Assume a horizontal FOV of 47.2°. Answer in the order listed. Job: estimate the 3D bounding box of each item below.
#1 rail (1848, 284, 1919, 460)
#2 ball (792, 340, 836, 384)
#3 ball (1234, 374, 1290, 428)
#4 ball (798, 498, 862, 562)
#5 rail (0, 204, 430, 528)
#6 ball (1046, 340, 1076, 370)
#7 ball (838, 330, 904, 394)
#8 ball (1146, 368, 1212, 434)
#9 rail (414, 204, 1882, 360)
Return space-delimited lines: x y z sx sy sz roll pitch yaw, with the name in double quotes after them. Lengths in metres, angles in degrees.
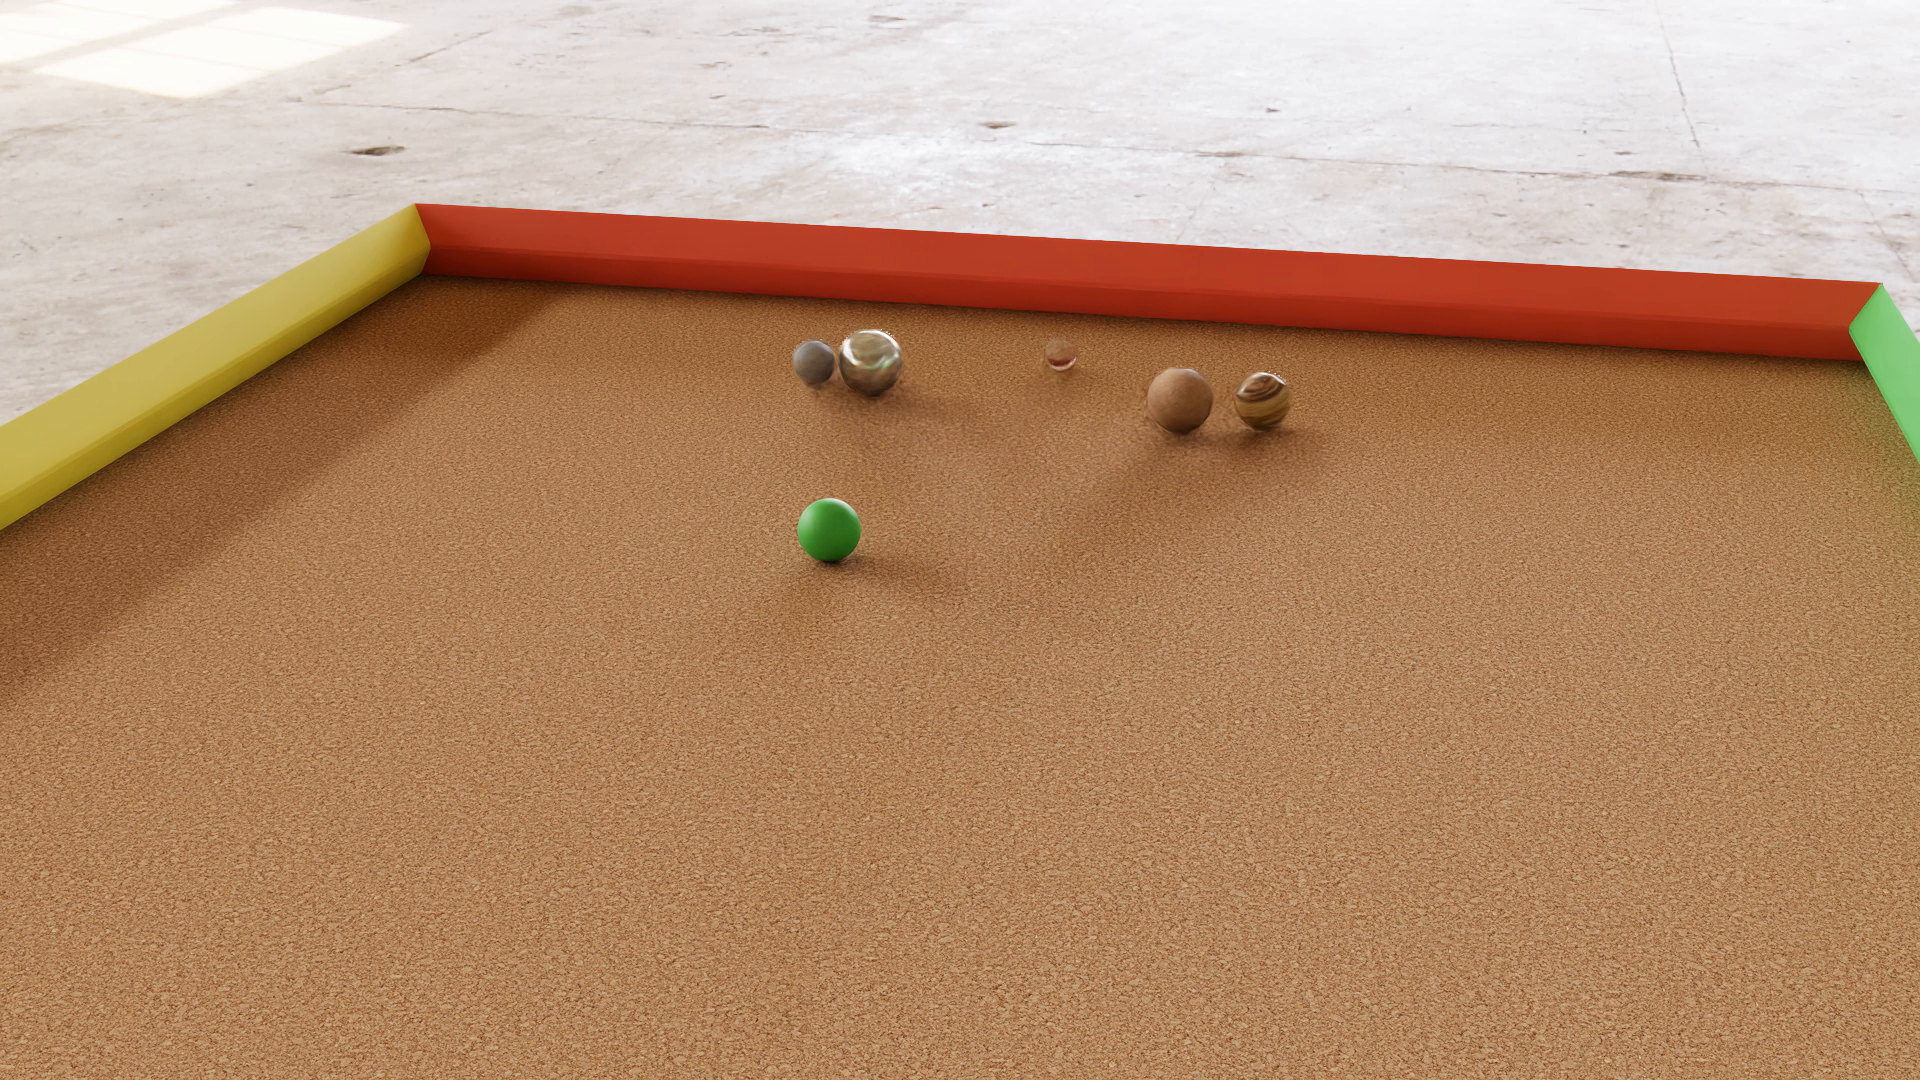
0.895 0.461 1.365 0.045 0.120 4.218 5 23 11 "rail"
-0.211 -0.257 3.183 0.062 0.062 0.062 0 22 0 "ball"
0.413 -0.190 3.001 0.076 0.076 0.076 0 22 0 "ball"
-0.153 -0.012 2.572 0.074 0.074 0.074 0 22 0 "ball"
-1.338 0.278 1.809 0.045 0.120 4.218 5 23 11 "rail"
0.149 -0.273 3.243 0.045 0.045 0.045 0 22 0 "ball"
-0.127 -0.253 3.134 0.092 0.092 0.092 0 22 0 "ball"
0.298 -0.189 2.983 0.089 0.089 0.089 0 22 0 "ball"
0.217 -0.409 3.472 2.332 0.120 0.045 5 23 11 "rail"
